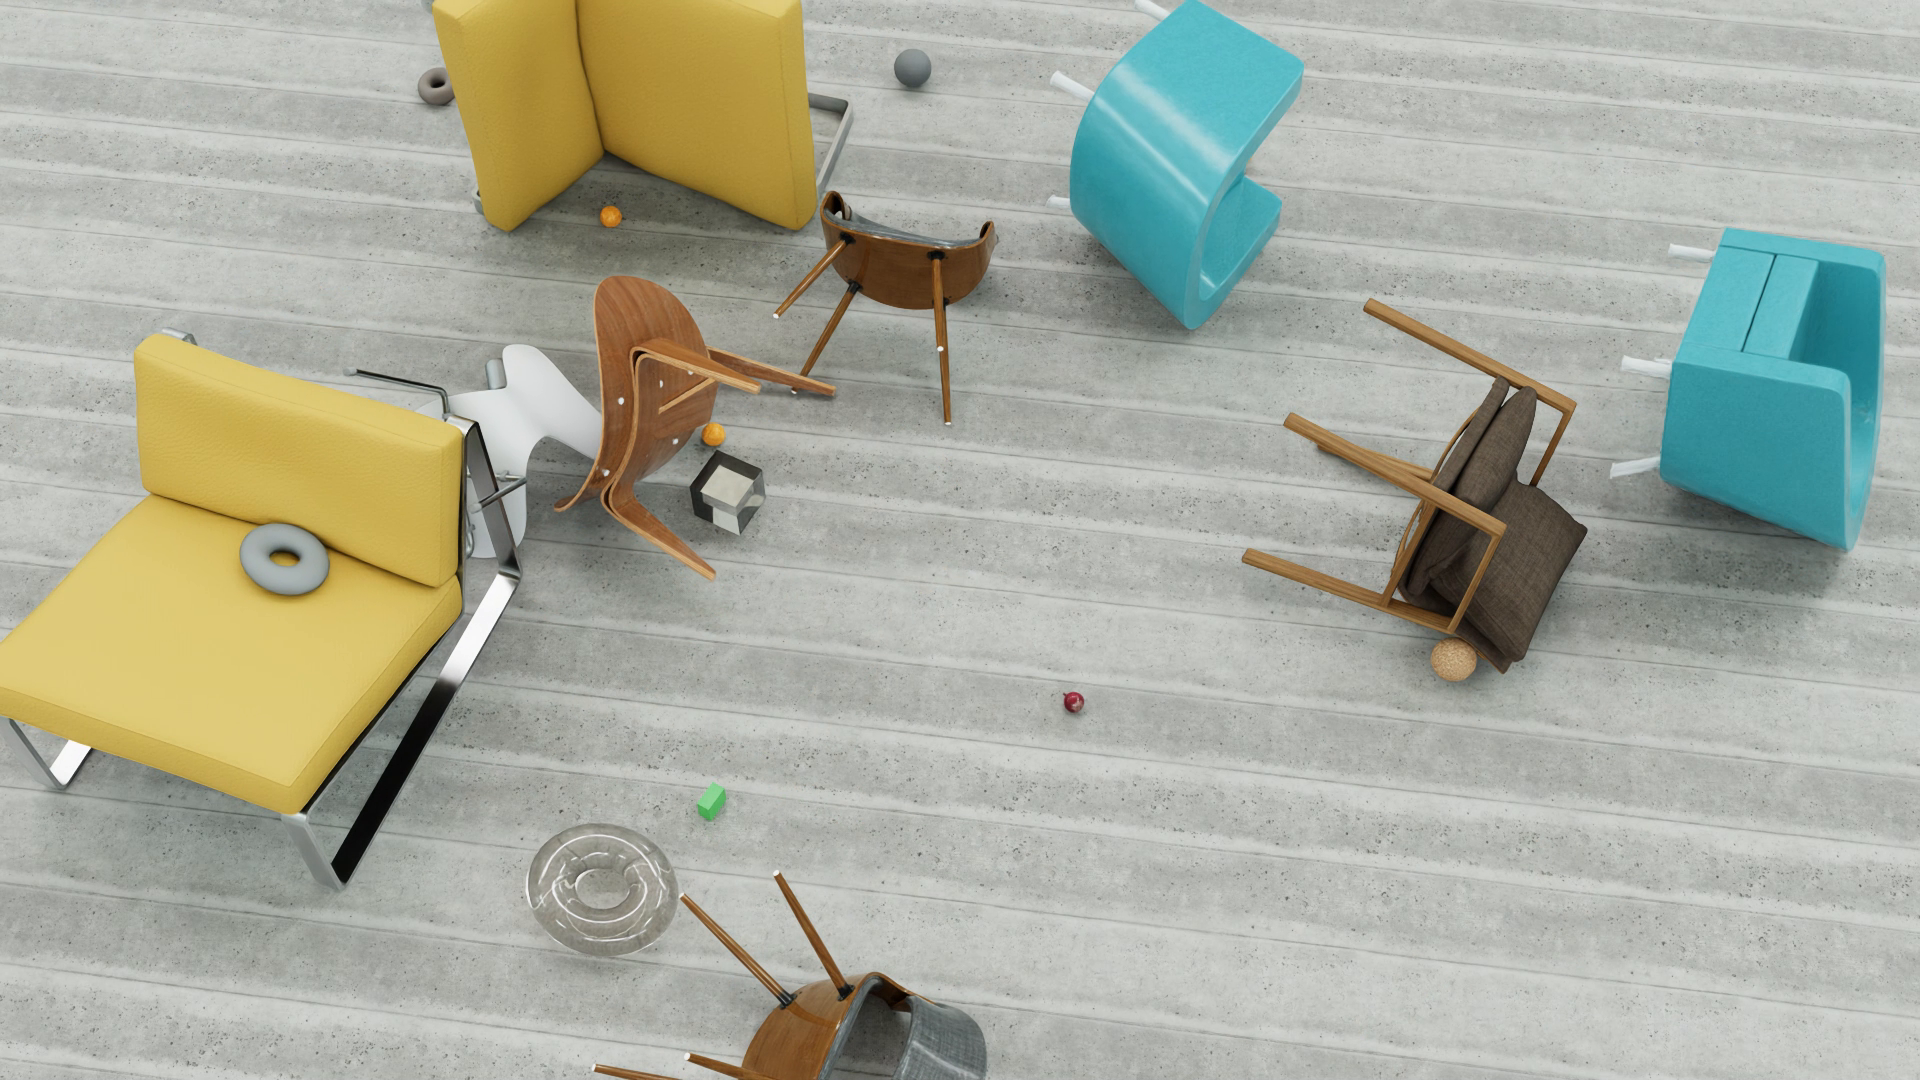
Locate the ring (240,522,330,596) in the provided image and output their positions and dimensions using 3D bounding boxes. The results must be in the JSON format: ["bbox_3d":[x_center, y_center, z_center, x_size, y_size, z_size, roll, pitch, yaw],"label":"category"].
[{"bbox_3d":[-1.820,0.051,5.925,0.217,0.072,0.271,-29,56,-37],"label":"ring"}]

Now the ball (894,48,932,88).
[{"bbox_3d":[-0.163,-1.630,7.589,0.131,0.131,0.131,0,56,0],"label":"ball"}]

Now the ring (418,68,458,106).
[{"bbox_3d":[-1.799,-1.565,7.585,0.139,0.067,0.149,16,59,9],"label":"ring"}]

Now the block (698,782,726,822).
[{"bbox_3d":[-0.683,0.719,6.050,0.039,0.068,0.077,26,60,16],"label":"block"}]

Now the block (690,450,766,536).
[{"bbox_3d":[-0.694,-0.142,6.580,0.158,0.149,0.155,24,59,15],"label":"block"}]

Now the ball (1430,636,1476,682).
[{"bbox_3d":[1.408,0.340,6.269,0.128,0.128,0.128,0,56,0],"label":"ball"}]

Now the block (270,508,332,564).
[{"bbox_3d":[-1.981,0.034,6.485,0.174,0.110,0.163,-38,64,-22],"label":"block"}]

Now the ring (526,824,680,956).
[{"bbox_3d":[-0.955,0.932,5.874,0.424,0.126,0.364,23,60,13],"label":"ring"}]
